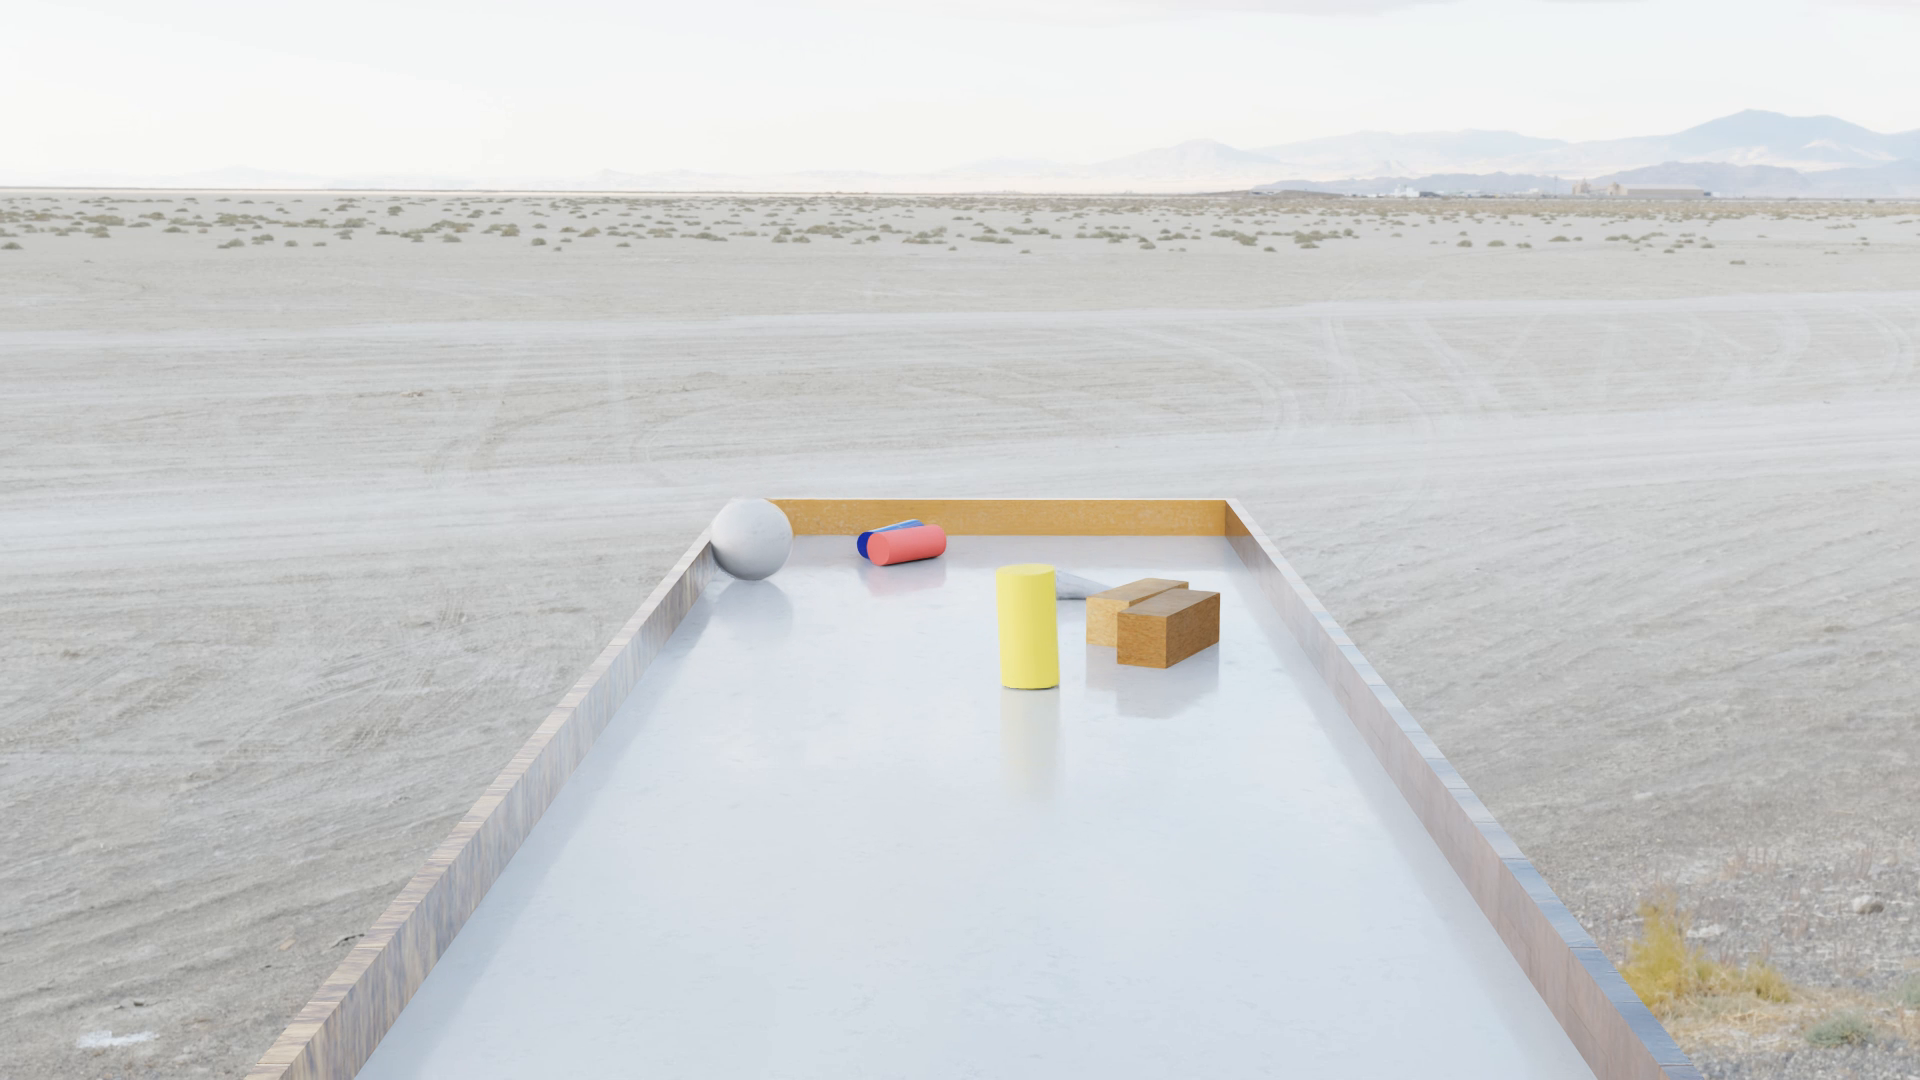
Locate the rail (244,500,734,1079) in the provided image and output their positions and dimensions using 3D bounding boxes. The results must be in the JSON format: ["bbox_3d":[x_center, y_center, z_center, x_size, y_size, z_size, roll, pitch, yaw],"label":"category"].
[{"bbox_3d":[-1.004,0.839,3.234,0.050,0.150,12.000,0,9,1],"label":"rail"}]

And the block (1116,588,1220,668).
[{"bbox_3d":[0.649,0.270,6.800,0.159,0.159,0.459,5,10,27],"label":"block"}]

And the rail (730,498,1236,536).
[{"bbox_3d":[0.099,-0.098,9.147,2.100,0.150,0.050,0,9,1],"label":"rail"}]

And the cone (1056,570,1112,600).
[{"bbox_3d":[0.501,0.182,7.700,0.339,0.103,0.103,9,9,1],"label":"cone"}]

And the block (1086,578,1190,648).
[{"bbox_3d":[0.573,0.232,7.066,0.151,0.151,0.419,6,11,32],"label":"block"}]

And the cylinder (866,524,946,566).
[{"bbox_3d":[-0.204,0.018,8.484,0.127,0.127,0.304,9,13,44],"label":"cylinder"}]

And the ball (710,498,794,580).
[{"bbox_3d":[-0.763,-0.004,8.061,0.305,0.305,0.305,0,9,0],"label":"ball"}]

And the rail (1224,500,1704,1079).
[{"bbox_3d":[1.046,0.843,3.208,0.050,0.150,12.000,0,9,1],"label":"rail"}]

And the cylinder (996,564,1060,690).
[{"bbox_3d":[0.196,0.248,6.345,0.171,0.335,0.171,-3,11,1],"label":"cylinder"}]

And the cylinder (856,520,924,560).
[{"bbox_3d":[-0.269,-0.005,8.692,0.109,0.109,0.370,5,10,27],"label":"cylinder"}]
